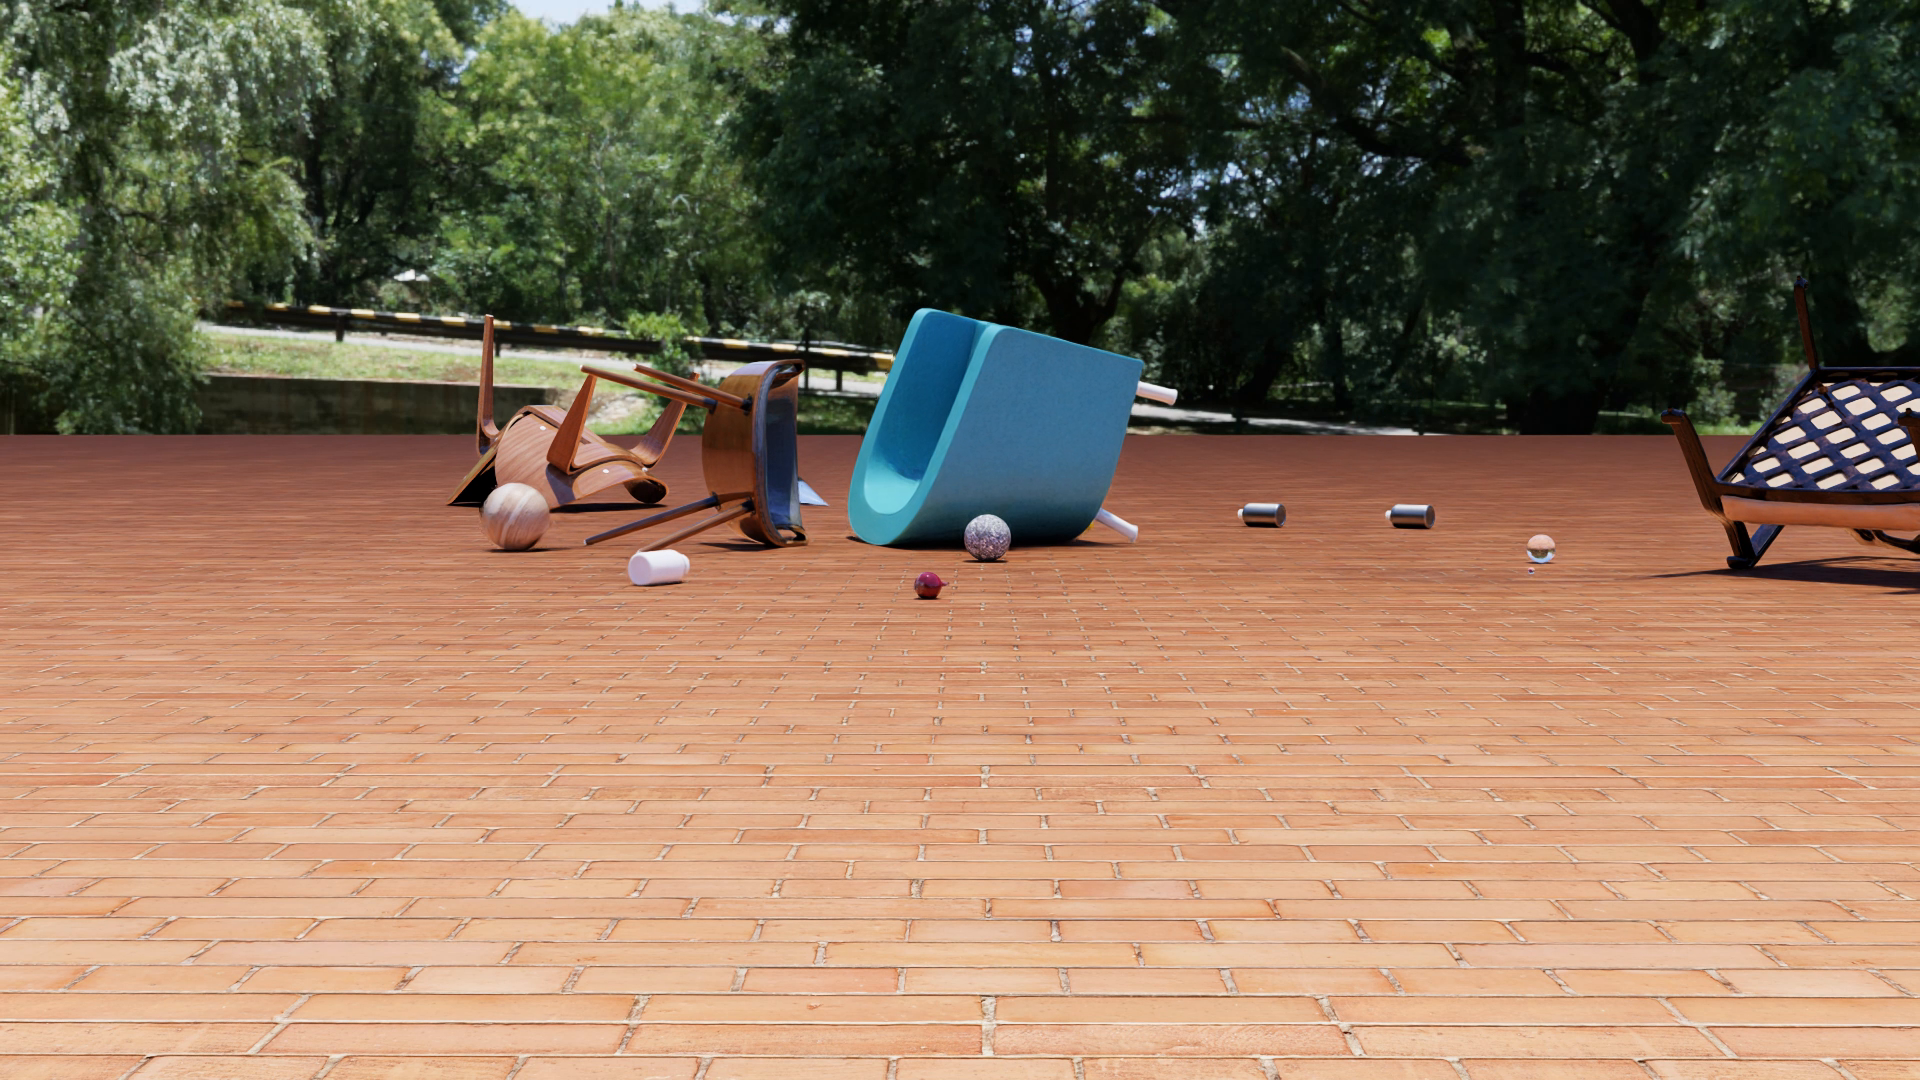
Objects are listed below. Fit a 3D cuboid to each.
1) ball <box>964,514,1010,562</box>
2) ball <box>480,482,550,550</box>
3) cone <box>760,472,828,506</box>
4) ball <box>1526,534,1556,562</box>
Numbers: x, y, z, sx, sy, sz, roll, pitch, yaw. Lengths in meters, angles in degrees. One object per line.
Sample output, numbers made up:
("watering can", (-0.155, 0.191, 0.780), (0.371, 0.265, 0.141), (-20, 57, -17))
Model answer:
("ball", (0.071, -0.005, 5.729), (0.123, 0.123, 0.123), (0, 4, 0))
("ball", (-1.234, -0.064, 6.105), (0.189, 0.189, 0.189), (0, 4, 0))
("cone", (-0.598, -0.166, 8.506), (0.254, 0.123, 0.243), (20, 23, 33))
("ball", (1.501, 0.022, 5.679), (0.075, 0.075, 0.075), (0, 4, 0))
